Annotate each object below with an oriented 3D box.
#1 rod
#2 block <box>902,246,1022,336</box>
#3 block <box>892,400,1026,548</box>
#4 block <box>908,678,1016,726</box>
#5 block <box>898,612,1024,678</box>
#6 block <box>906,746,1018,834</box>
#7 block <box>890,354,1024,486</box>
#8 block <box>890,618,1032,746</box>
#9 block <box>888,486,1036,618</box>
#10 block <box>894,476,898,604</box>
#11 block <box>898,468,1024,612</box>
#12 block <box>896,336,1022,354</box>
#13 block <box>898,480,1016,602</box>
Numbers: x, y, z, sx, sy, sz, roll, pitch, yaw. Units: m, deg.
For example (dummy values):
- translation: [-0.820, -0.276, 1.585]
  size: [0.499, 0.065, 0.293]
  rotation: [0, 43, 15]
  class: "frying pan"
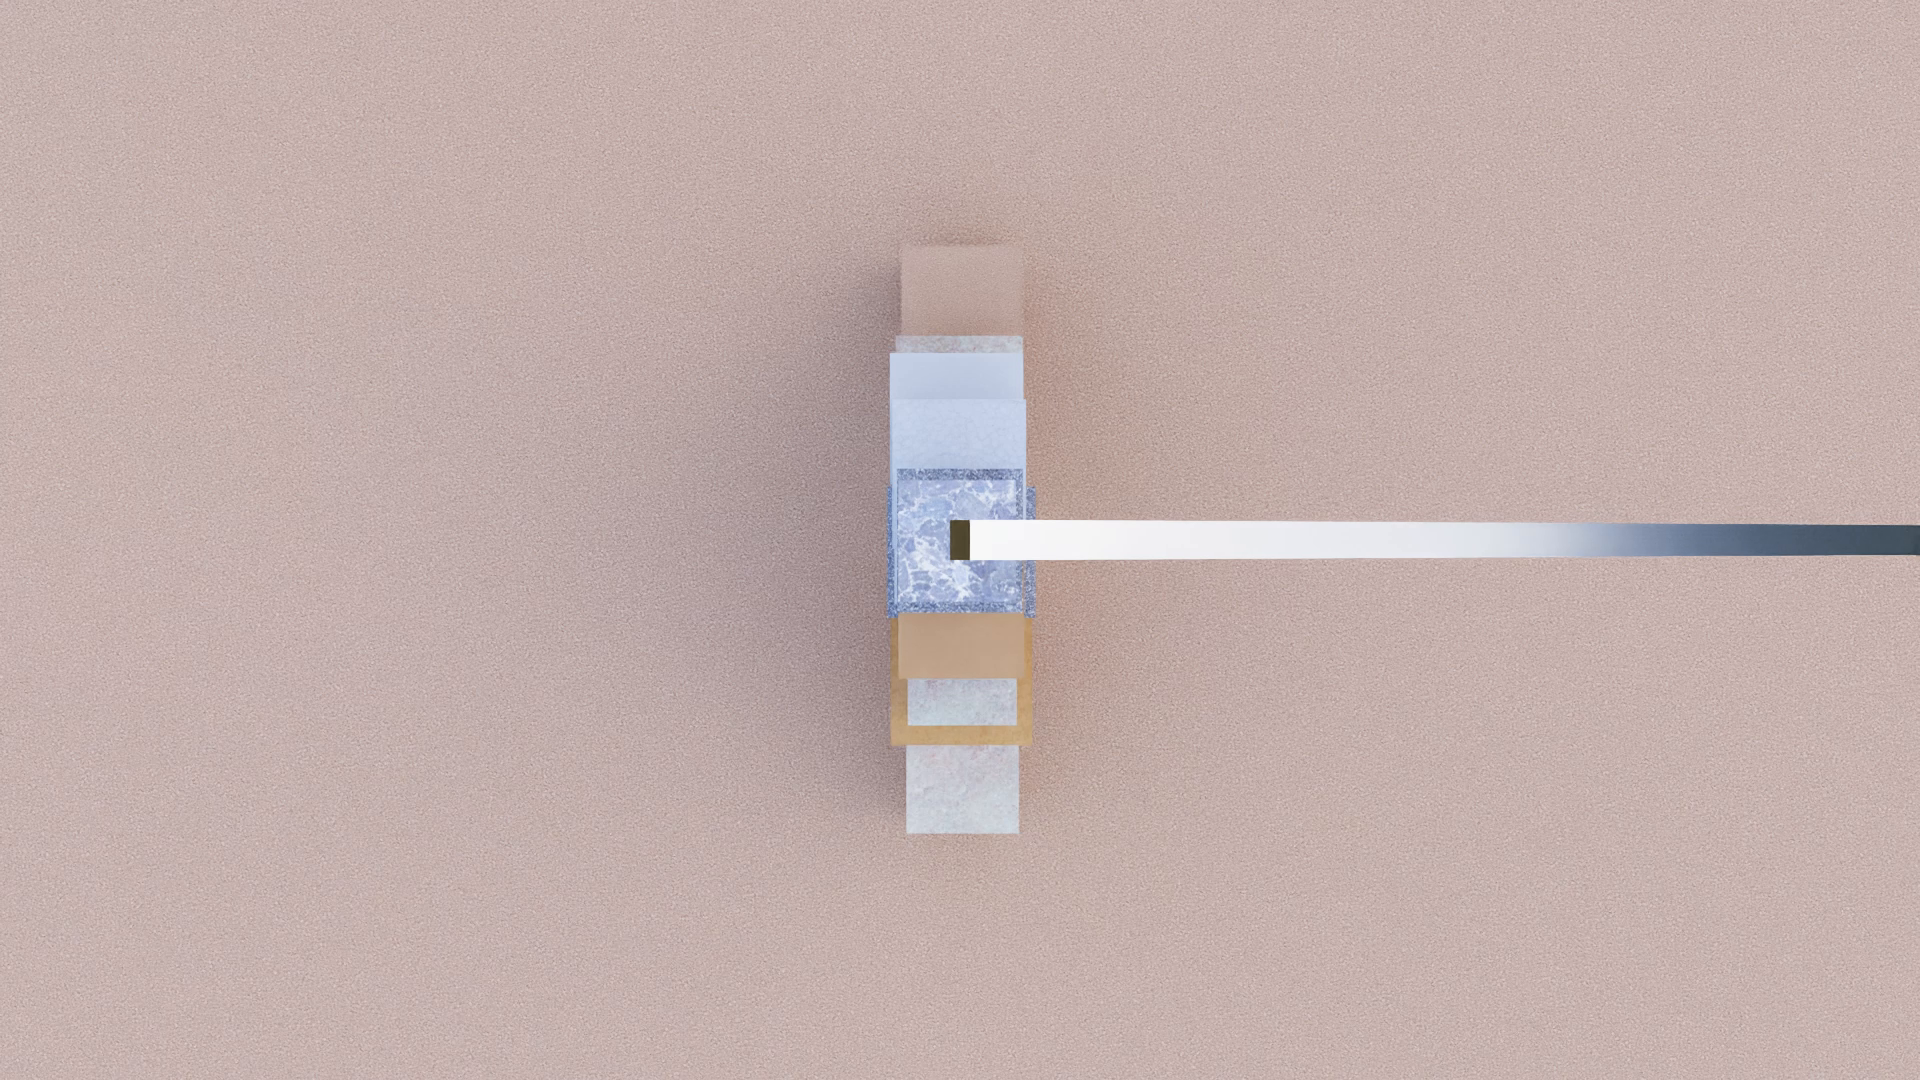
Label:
- translation: [2.234, 0.000, 5.727]
  size: [5.200, 0.080, 0.080]
  rotation: [0, 90, -31]
  class: "rod"
- translation: [0.009, -1.338, 12.637]
  size: [0.668, 0.726, 0.611]
  rotation: [0, 90, 0]
  class: "block"
- translation: [-0.004, -0.307, 10.616]
  size: [0.624, 0.731, 0.698]
  rotation: [0, 90, 0]
  class: "block"
- translation: [0.011, 0.665, 11.382]
  size: [0.551, 0.561, 0.547]
  rotation: [0, 89, 0]
  class: "block"
- translation: [0.007, 0.354, 10.705]
  size: [0.596, 0.552, 0.605]
  rotation: [0, 90, 0]
  class: "block"
- translation: [0.015, 1.325, 12.655]
  size: [0.629, 0.690, 0.636]
  rotation: [0, 90, 0]
  class: "block"
- translation: [-0.017, -0.605, 11.324]
  size: [0.666, 0.638, 0.670]
  rotation: [0, 91, 0]
  class: "block"
- translation: [0.008, 0.741, 11.987]
  size: [0.749, 0.650, 0.699]
  rotation: [0, 89, 0]
  class: "block"
- translation: [0.007, 0.061, 11.349]
  size: [0.741, 0.736, 0.654]
  rotation: [0, 90, 0]
  class: "block"
- translation: [-0.016, 0.001, 9.989]
  size: [0.547, 0.522, 0.562]
  rotation: [0, 90, 0]
  class: "block"
- translation: [0.000, 0.003, 9.433]
  size: [0.524, 0.590, 0.598]
  rotation: [0, 90, 0]
  class: "block"
- translation: [-0.004, -0.723, 11.961]
  size: [0.672, 0.636, 0.729]
  rotation: [0, 91, 0]
  class: "block"
- translation: [-0.011, 0.004, 8.899]
  size: [0.464, 0.477, 0.479]
  rotation: [0, 90, 0]
  class: "block"
